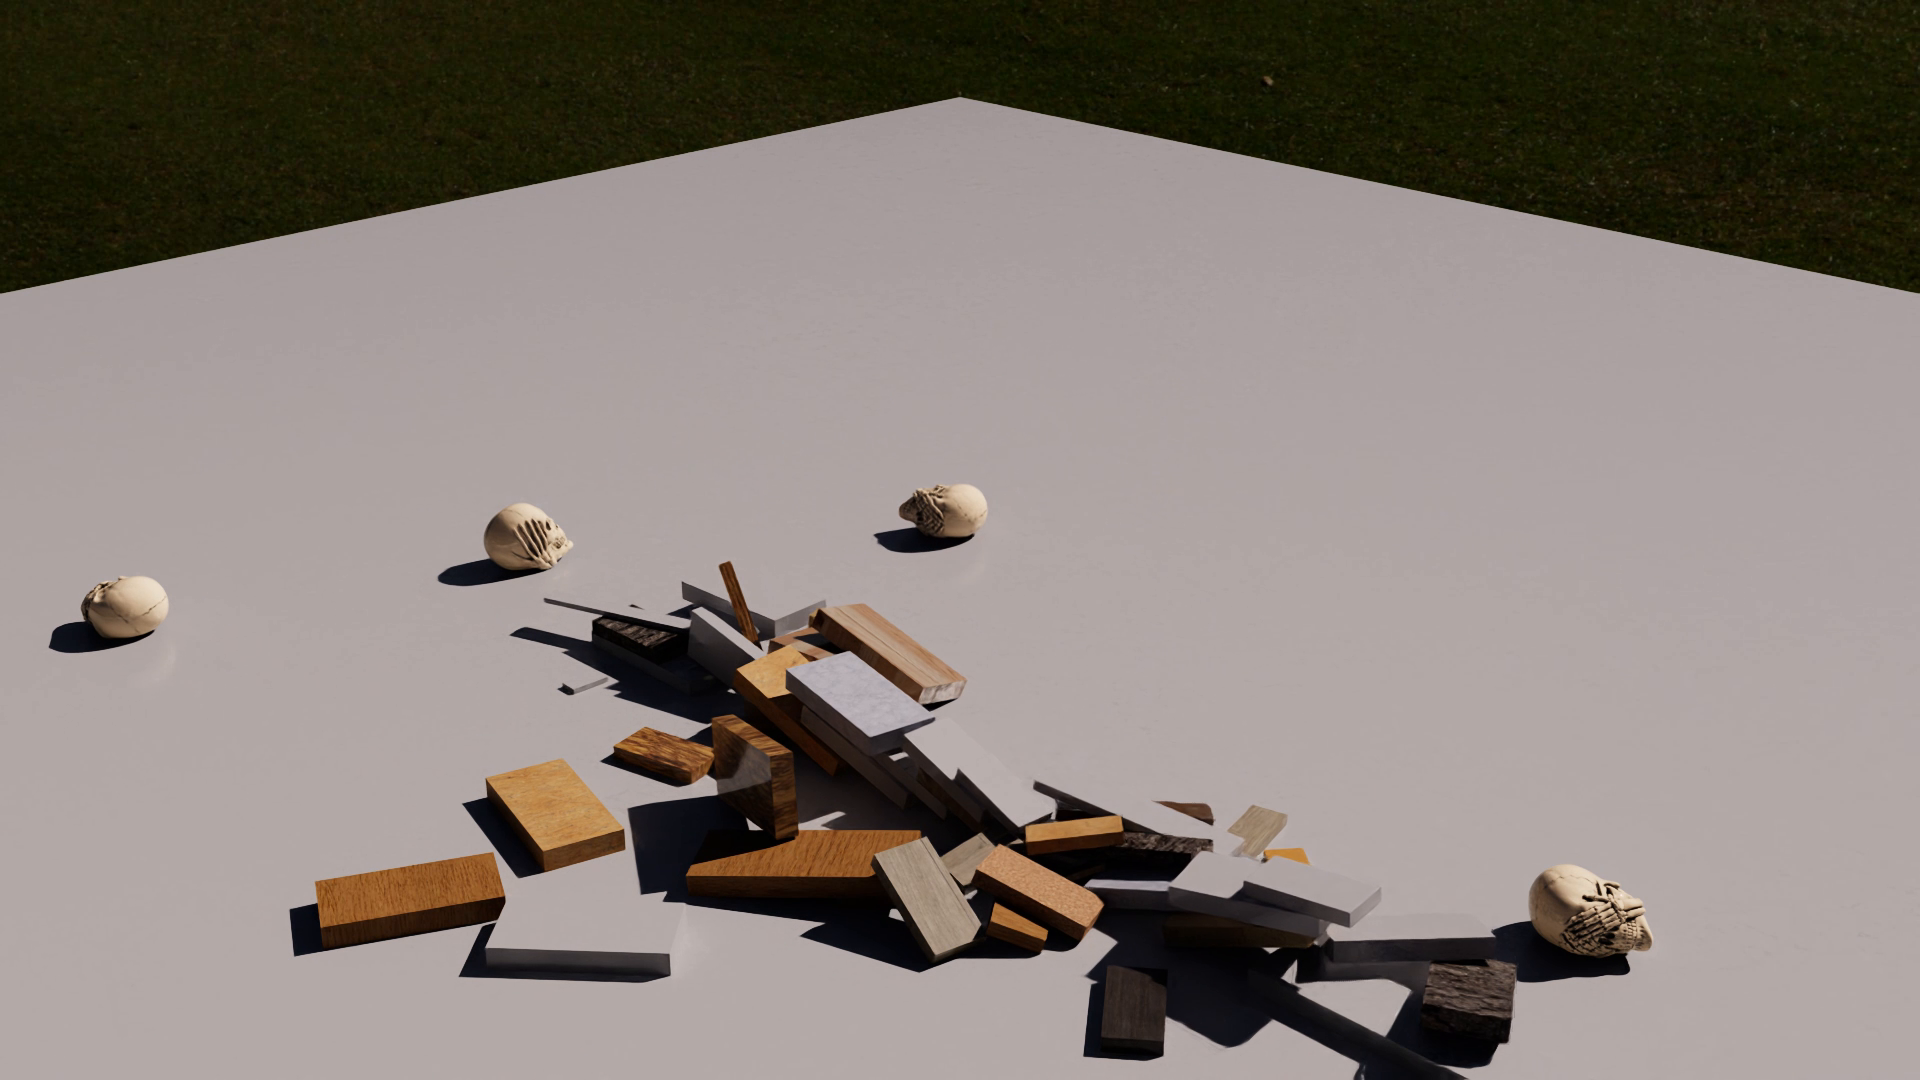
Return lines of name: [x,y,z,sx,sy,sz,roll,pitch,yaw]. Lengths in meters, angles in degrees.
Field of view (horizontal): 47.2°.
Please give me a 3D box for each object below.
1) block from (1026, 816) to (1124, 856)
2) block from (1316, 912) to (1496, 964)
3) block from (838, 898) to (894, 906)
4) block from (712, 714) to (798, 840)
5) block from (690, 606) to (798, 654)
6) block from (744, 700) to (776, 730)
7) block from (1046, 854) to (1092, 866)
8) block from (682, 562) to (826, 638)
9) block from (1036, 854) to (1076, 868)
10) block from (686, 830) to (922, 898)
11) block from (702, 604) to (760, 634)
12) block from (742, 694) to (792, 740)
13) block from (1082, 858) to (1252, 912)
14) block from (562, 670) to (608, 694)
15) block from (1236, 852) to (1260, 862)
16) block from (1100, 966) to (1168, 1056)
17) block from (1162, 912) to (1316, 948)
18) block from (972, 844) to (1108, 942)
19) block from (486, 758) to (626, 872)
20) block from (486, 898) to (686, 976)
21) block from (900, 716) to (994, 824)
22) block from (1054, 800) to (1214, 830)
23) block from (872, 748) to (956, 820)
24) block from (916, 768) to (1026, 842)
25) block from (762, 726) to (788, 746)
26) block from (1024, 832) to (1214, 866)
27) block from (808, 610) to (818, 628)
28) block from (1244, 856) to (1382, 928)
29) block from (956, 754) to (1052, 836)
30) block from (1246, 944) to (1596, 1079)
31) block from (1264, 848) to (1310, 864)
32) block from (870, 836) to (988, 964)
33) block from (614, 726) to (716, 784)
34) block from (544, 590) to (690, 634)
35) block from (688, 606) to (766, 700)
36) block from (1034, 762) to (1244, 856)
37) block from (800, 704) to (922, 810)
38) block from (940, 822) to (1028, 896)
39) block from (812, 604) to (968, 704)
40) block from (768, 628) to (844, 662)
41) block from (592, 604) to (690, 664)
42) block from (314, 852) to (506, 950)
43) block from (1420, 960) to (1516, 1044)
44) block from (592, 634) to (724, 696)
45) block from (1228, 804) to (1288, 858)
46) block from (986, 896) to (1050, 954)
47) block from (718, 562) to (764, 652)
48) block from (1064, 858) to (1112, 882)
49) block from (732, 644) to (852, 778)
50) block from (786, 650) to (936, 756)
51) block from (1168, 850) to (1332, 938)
block: [0.219,0.564,4.208,0.185,0.026,0.092,-7,12,3]
block: [0.791,0.709,3.922,0.290,0.041,0.145,-1,7,-4]
block: [-0.147,0.661,4.171,0.169,0.024,0.085,-1,23,-1]
block: [-0.409,0.466,4.361,0.047,0.167,0.334,-8,12,-25]
block: [-0.446,0.251,5.110,0.165,0.047,0.499,-13,26,-29]
block: [-0.438,0.382,4.798,0.058,0.016,0.115,-4,23,-10]
block: [0.214,0.608,4.251,0.046,0.013,0.092,-20,16,-39]
block: [-0.493,0.140,5.251,0.329,0.047,0.165,20,30,39]
block: [0.200,0.616,4.292,0.092,0.013,0.046,17,28,35]
block: [-0.295,0.618,4.198,0.422,0.047,0.167,-1,23,11]
block: [-0.563,0.220,5.104,0.210,0.030,0.105,18,65,49]
block: [-0.389,0.358,4.779,0.174,0.025,0.087,39,40,25]
block: [0.390,0.640,4.110,0.285,0.040,0.143,-3,18,33]
block: [-0.849,0.322,4.984,0.093,0.013,0.046,-20,30,-39]
block: [0.490,0.618,4.227,0.154,0.022,0.077,21,50,34]
block: [0.303,0.813,3.806,0.107,0.030,0.213,3,23,6]
block: [0.525,0.685,3.984,0.285,0.040,0.143,-6,16,35]
block: [0.148,0.653,4.083,0.230,0.033,0.115,26,25,14]
block: [-0.814,0.548,4.409,0.167,0.047,0.334,-13,26,-28]
block: [-0.677,0.721,4.002,0.332,0.047,0.166,1,23,3]
block: [0.007,0.458,4.406,0.122,0.035,0.245,-19,48,-40]
block: [0.345,0.547,4.373,0.310,0.033,0.115,3,8,1]
block: [-0.069,0.465,4.491,0.122,0.035,0.245,-22,49,-41]
block: [0.041,0.518,4.397,0.122,0.035,0.245,-21,49,-41]
block: [-0.404,0.427,4.733,0.058,0.016,0.115,6,24,14]
block: [0.302,0.584,4.209,0.359,0.026,0.092,1,10,32]
block: [-0.339,0.210,5.145,0.013,0.093,0.046,18,28,22]
block: [0.616,0.614,3.849,0.213,0.030,0.107,12,26,38]
block: [0.086,0.501,4.325,0.092,0.026,0.185,-18,47,-39]
block: [0.778,0.838,3.733,0.616,0.041,0.145,21,31,40]
block: [0.637,0.642,4.220,0.077,0.022,0.154,-2,23,-5]
block: [-0.058,0.659,4.034,0.115,0.033,0.230,-15,54,-31]
block: [-0.617,0.455,4.652,0.210,0.030,0.105,14,27,29]
block: [-0.789,0.171,5.164,0.428,0.013,0.046,11,26,24]
block: [-0.516,0.261,4.923,0.243,0.121,0.034,34,39,33]
block: [0.346,0.535,4.295,0.428,0.024,0.085,20,33,29]
block: [-0.166,0.425,4.588,0.161,0.046,0.322,-22,48,-41]
block: [0.042,0.612,4.232,0.169,0.024,0.085,-26,53,-36]
block: [-0.159,0.254,4.932,0.332,0.047,0.166,35,22,29]
block: [-0.280,0.248,4.998,0.165,0.047,0.329,20,16,24]
block: [-0.732,0.218,5.114,0.243,0.034,0.121,20,31,40]
block: [-1.028,0.673,4.115,0.332,0.047,0.166,-8,24,-17]
block: [0.874,0.780,3.773,0.145,0.041,0.290,9,10,14]
block: [-0.692,0.266,5.091,0.122,0.034,0.375,-21,31,-40]
block: [0.562,0.593,4.335,0.077,0.022,0.241,13,26,28]
block: [0.116,0.679,4.081,0.107,0.030,0.213,20,24,0]
block: [-0.495,0.162,4.988,0.030,0.105,0.210,-20,64,-6]
block: [0.242,0.629,4.200,0.092,0.013,0.046,-23,7,21]
block: [-0.319,0.362,4.704,0.322,0.046,0.161,39,40,25]
block: [-0.210,0.338,4.582,0.161,0.046,0.322,-15,31,-33]
block: [0.533,0.630,3.925,0.285,0.040,0.143,8,24,30]
